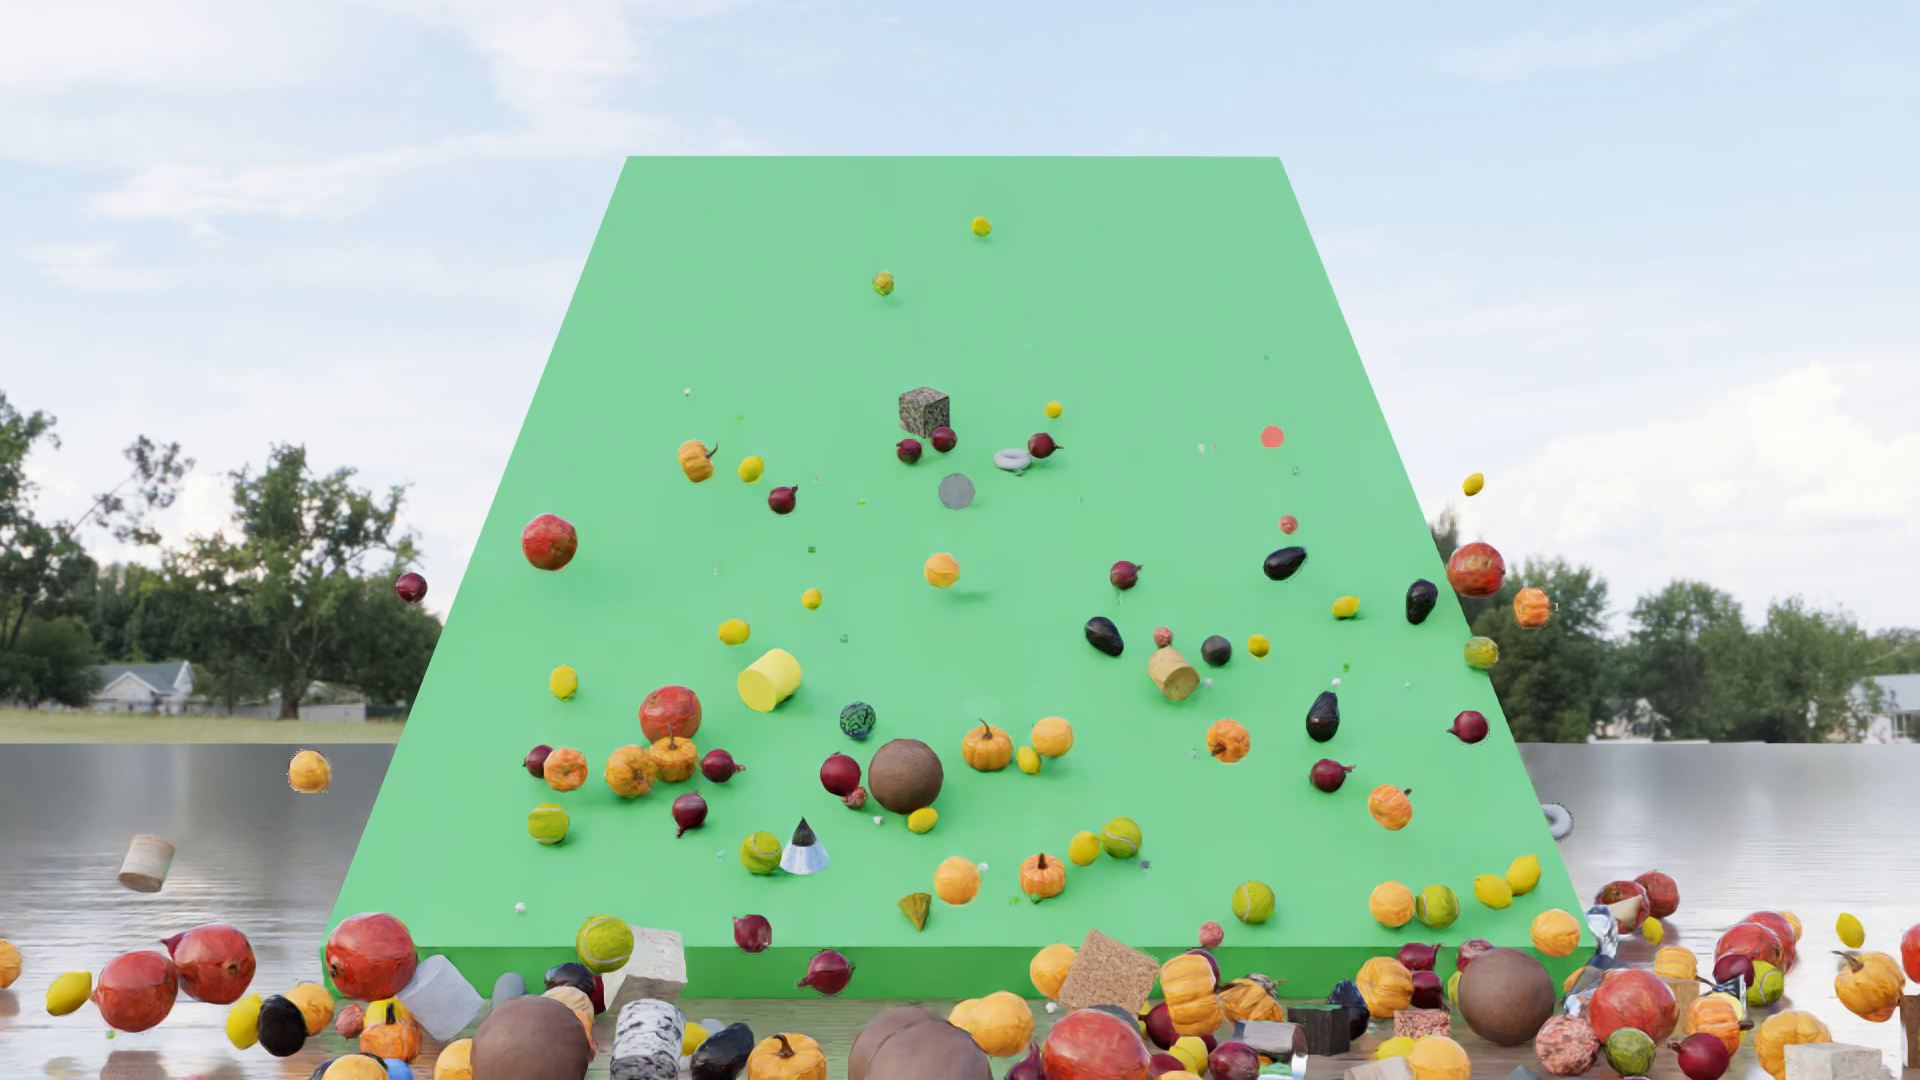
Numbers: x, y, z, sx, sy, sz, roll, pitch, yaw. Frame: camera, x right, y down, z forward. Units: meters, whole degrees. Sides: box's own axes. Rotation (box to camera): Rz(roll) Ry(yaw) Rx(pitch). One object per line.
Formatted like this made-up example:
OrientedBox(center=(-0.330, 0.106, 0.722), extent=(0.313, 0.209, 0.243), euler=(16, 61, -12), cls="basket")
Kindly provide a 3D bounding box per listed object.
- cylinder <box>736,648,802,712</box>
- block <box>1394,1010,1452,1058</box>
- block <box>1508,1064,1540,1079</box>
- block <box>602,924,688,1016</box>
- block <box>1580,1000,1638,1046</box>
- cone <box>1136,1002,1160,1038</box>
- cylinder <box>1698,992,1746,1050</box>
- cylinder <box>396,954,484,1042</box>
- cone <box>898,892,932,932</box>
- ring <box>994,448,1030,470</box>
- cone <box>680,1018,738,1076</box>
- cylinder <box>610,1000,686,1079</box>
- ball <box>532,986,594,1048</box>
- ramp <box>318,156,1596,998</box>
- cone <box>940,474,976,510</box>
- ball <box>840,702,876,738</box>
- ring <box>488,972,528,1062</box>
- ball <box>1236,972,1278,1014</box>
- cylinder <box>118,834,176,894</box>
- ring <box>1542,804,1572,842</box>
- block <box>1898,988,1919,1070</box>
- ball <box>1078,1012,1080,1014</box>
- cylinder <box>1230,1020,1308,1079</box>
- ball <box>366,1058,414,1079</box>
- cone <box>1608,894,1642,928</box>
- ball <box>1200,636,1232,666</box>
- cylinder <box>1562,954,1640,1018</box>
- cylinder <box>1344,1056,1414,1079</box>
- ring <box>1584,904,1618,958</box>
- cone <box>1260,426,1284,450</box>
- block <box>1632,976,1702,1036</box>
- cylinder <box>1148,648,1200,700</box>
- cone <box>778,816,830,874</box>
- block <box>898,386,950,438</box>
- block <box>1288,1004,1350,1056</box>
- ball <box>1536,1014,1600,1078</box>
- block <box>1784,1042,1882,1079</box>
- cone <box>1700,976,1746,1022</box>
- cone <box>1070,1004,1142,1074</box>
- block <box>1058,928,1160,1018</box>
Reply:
OrientedBox(center=(-0.349, 0.258, 4.355), extent=(0.087, 0.087, 0.087), euler=(-3, 21, 34), cls="cylinder")
OrientedBox(center=(0.603, 0.643, 3.090), extent=(0.054, 0.054, 0.054), euler=(1, -5, -15), cls="block")
OrientedBox(center=(0.497, 0.511, 2.051), extent=(0.071, 0.071, 0.071), euler=(38, 4, 3), cls="block")
OrientedBox(center=(-0.454, 0.622, 3.406), extent=(0.091, 0.091, 0.091), euler=(13, -52, -24), cls="block")
OrientedBox(center=(0.877, 0.653, 3.206), extent=(0.054, 0.054, 0.054), euler=(4, -6, -37), cls="block")
OrientedBox(center=(0.215, 0.664, 3.243), extent=(0.085, 0.085, 0.085), euler=(-26, 3, -16), cls="cone")
OrientedBox(center=(1.005, 0.634, 3.124), extent=(0.055, 0.055, 0.055), euler=(-2, -41, 25), cls="cylinder")
OrientedBox(center=(-0.665, 0.584, 3.029), extent=(0.078, 0.078, 0.078), euler=(-32, 20, 13), cls="cylinder")
OrientedBox(center=(-0.066, 0.598, 3.757), extent=(0.057, 0.057, 0.057), euler=(-9, -35, -7), cls="cone")
OrientedBox(center=(0.116, -0.179, 5.281), extent=(0.083, 0.028, 0.083), euler=(0, 26, 0), cls="ring")
OrientedBox(center=(-0.326, 0.640, 2.927), extent=(0.074, 0.074, 0.074), euler=(-32, -20, 25), cls="cone")
OrientedBox(center=(-0.344, 0.559, 2.611), extent=(0.075, 0.075, 0.075), euler=(1, -49, 1), cls="cylinder")
OrientedBox(center=(-0.505, 0.607, 3.018), extent=(0.079, 0.079, 0.079), euler=(0, -5, 0), cls="ball")
OrientedBox(center=(-0.011, -0.227, 5.515), extent=(2.000, 0.100, 4.000), euler=(0, 27, 0), cls="ramp")
OrientedBox(center=(-0.005, -0.104, 5.125), extent=(0.079, 0.079, 0.079), euler=(0, 6, -1), cls="cone")
OrientedBox(center=(-0.183, 0.323, 4.250), extent=(0.067, 0.067, 0.067), euler=(0, -5, 0), cls="ball")
OrientedBox(center=(-0.573, 0.604, 3.001), extent=(0.038, 0.113, 0.113), euler=(5, -5, -3), cls="ring")
OrientedBox(center=(0.444, 0.677, 3.542), extent=(0.061, 0.061, 0.061), euler=(0, -5, 0), cls="ball")
OrientedBox(center=(-0.957, 0.382, 2.791), extent=(0.051, 0.051, 0.051), euler=(7, -35, 5), cls="cylinder")
OrientedBox(center=(1.097, 0.528, 4.420), extent=(0.084, 0.084, 0.028), euler=(-2, -47, 19), cls="ring")
OrientedBox(center=(1.238, 0.616, 2.988), extent=(0.091, 0.091, 0.091), euler=(-1, -5, 17), cls="block")
OrientedBox(center=(0.197, 0.665, 3.461), extent=(0.072, 0.072, 0.072), euler=(0, -5, 0), cls="ball")
OrientedBox(center=(0.369, 0.611, 2.829), extent=(0.073, 0.073, 0.073), euler=(-1, -5, 24), cls="cylinder")
OrientedBox(center=(-0.637, 0.607, 2.652), extent=(0.053, 0.053, 0.053), euler=(0, -5, 0), cls="ball")
OrientedBox(center=(1.057, 0.575, 3.731), extent=(0.051, 0.051, 0.051), euler=(30, 22, -14), cls="cone")
OrientedBox(center=(0.485, 0.210, 4.485), extent=(0.059, 0.059, 0.059), euler=(0, -5, 0), cls="ball")
OrientedBox(center=(0.892, 0.632, 3.299), extent=(0.078, 0.078, 0.078), euler=(-6, 34, 53), cls="cylinder")
OrientedBox(center=(0.445, 0.581, 2.505), extent=(0.060, 0.060, 0.060), euler=(-12, -3, -9), cls="cylinder")
OrientedBox(center=(1.116, 0.697, 4.147), extent=(0.040, 0.119, 0.119), euler=(4, -2, 37), cls="ring")
OrientedBox(center=(0.709, -0.233, 5.394), extent=(0.054, 0.054, 0.054), euler=(0, 0, 4), cls="cone")
OrientedBox(center=(0.988, 0.654, 3.329), extent=(0.072, 0.072, 0.072), euler=(2, -5, -20), cls="block")
OrientedBox(center=(0.392, 0.246, 4.361), extent=(0.072, 0.072, 0.072), euler=(2, 25, -24), cls="cylinder")
OrientedBox(center=(-0.257, 0.491, 3.901), extent=(0.085, 0.085, 0.085), euler=(0, 27, 0), cls="cone")
OrientedBox(center=(-0.082, -0.295, 5.447), extent=(0.082, 0.082, 0.082), euler=(-24, 35, -38), cls="block")
OrientedBox(center=(0.471, 0.643, 3.113), extent=(0.059, 0.059, 0.059), euler=(-3, -6, 35), cls="block")
OrientedBox(center=(0.738, 0.615, 2.882), extent=(0.075, 0.075, 0.075), euler=(0, -5, 0), cls="ball")
OrientedBox(center=(0.962, 0.595, 2.612), extent=(0.071, 0.071, 0.071), euler=(2, -5, -22), cls="block")
OrientedBox(center=(1.059, 0.639, 3.307), extent=(0.065, 0.065, 0.065), euler=(-4, -6, 25), cls="cone")
OrientedBox(center=(0.183, 0.640, 2.970), extent=(0.090, 0.090, 0.090), euler=(0, -31, 3), cls="cone")
OrientedBox(center=(0.190, 0.563, 3.026), extent=(0.095, 0.095, 0.095), euler=(26, -2, 2), cls="block")
